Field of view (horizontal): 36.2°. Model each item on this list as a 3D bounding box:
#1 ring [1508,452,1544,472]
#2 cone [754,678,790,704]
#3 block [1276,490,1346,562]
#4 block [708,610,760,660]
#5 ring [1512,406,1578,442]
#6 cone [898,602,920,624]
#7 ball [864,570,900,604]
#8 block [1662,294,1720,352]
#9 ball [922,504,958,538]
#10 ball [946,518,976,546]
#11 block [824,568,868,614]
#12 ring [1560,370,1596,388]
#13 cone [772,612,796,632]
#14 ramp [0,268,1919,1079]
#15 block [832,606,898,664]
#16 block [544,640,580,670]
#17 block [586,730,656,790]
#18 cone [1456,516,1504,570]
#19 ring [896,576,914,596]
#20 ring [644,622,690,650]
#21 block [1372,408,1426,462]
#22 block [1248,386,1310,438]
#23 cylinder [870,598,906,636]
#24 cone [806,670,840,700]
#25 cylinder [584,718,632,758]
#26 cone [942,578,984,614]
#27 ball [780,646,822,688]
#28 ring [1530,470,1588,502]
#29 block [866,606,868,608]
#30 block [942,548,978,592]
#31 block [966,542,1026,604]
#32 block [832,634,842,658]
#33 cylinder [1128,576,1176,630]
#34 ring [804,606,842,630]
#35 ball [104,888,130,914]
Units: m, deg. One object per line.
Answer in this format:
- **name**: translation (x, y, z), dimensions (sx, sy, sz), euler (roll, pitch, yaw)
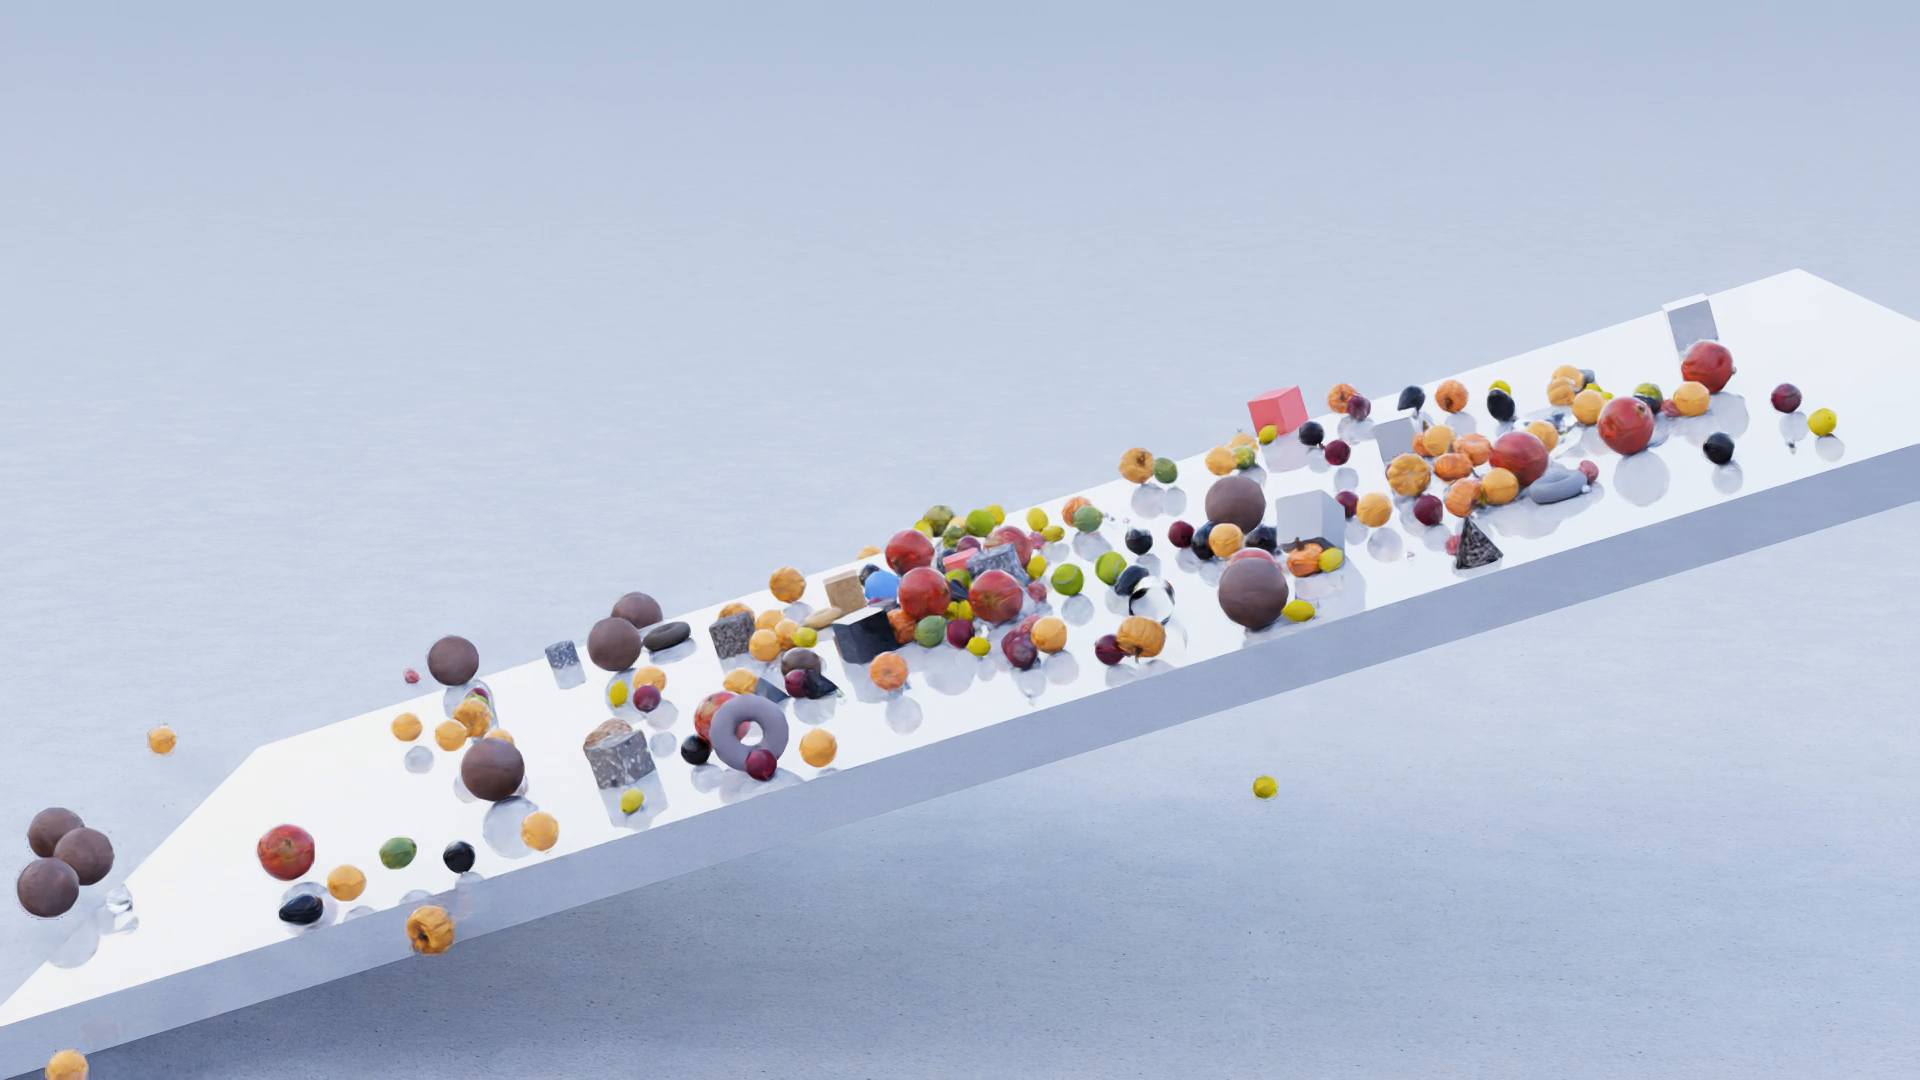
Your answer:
- **ring**: translation (1.144, -0.156, 5.940), dimensions (0.075, 0.025, 0.075), euler (-17, 12, 4)
- **cone**: translation (-0.380, 0.320, 6.063), dimensions (0.067, 0.067, 0.067), euler (6, 8, -24)
- **block**: translation (0.684, -0.027, 5.736), dimensions (0.100, 0.100, 0.100), euler (-12, -26, 31)
- **block**: translation (-0.514, 0.217, 6.687), dimensions (0.079, 0.079, 0.079), euler (-15, 11, 16)
- **ring**: translation (1.231, -0.245, 6.187), dimensions (0.143, 0.048, 0.143), euler (-17, 11, 3)
- **cone**: translation (-0.122, 0.172, 6.405), dimensions (0.053, 0.053, 0.053), euler (-8, -24, -33)
- **ball**: translation (-0.176, 0.110, 6.649), dimensions (0.083, 0.083, 0.083), euler (0, 12, 0)
- **block**: translation (1.643, -0.490, 6.618), dimensions (0.095, 0.095, 0.095), euler (-16, 11, 10)
- **ball**: translation (-0.049, -0.047, 7.238), dimensions (0.086, 0.086, 0.086), euler (0, 12, 0)
- **ball**: translation (0.002, -0.020, 7.055), dimensions (0.070, 0.070, 0.070), euler (0, 12, 0)
- **block**: translation (-0.264, 0.122, 6.752), dimensions (0.079, 0.079, 0.079), euler (-18, 10, -1)
- **ring**: translation (1.384, -0.361, 6.588), dimensions (0.080, 0.027, 0.080), euler (-18, 12, 4)
- **cone**: translation (-0.400, 0.194, 6.768), dimensions (0.050, 0.050, 0.050), euler (11, 13, 8)
- **ramp**: translation (0.101, 0.183, 6.310), dimensions (4.000, 0.100, 2.000), euler (-17, 10, 5)
- **block**: translation (-0.201, 0.202, 6.199), dimensions (0.090, 0.090, 0.090), euler (-23, 11, -23)
- **block**: translation (-0.975, 0.281, 7.207), dimensions (0.054, 0.054, 0.054), euler (-25, 12, -33)
- **block**: translation (-0.671, 0.434, 5.815), dimensions (0.084, 0.084, 0.084), euler (-11, 13, 36)
- **cone**: translation (0.930, -0.004, 5.338), dimensions (0.090, 0.090, 0.090), euler (-18, 10, 3)
- **ring**: translation (-0.156, 0.110, 6.749), dimensions (0.105, 0.035, 0.105), euler (-18, 9, 3)
- **ring**: translation (-0.701, 0.230, 7.048), dimensions (0.121, 0.040, 0.121), euler (-18, 12, 4)
- **block**: translation (0.964, -0.231, 6.460), dimensions (0.086, 0.086, 0.086), euler (-14, 11, 20)
- **block**: translation (0.777, -0.313, 7.182), dimensions (0.094, 0.094, 0.094), euler (-8, 15, 45)
- **cylinder**: translation (-0.160, 0.171, 6.345), dimensions (0.070, 0.070, 0.070), euler (-18, 10, 3)
- **cone**: translation (-0.273, 0.298, 5.995), dimensions (0.062, 0.062, 0.062), euler (7, 7, -30)
- **cylinder**: translation (-0.713, 0.414, 5.989), dimensions (0.082, 0.082, 0.082), euler (3, 16, 15)
- **cone**: translation (0.016, 0.130, 6.349), dimensions (0.081, 0.081, 0.081), euler (15, 16, 19)
- **ball**: translation (-0.330, 0.264, 6.109), dimensions (0.086, 0.086, 0.086), euler (0, 12, 0)
- **ring**: translation (1.143, -0.102, 5.624), dimensions (0.114, 0.038, 0.114), euler (-17, 12, 4)
- **block**: translation (-0.169, 0.168, 6.409), dimensions (0.057, 0.057, 0.057), euler (-19, 10, -3)
- **block**: translation (0.013, 0.072, 6.534), dimensions (0.080, 0.080, 0.080), euler (-18, 10, 0)
- **block**: translation (0.079, 0.071, 6.386), dimensions (0.094, 0.094, 0.094), euler (-16, 11, 13)
- **block**: translation (-0.230, 0.216, 6.273), dimensions (0.054, 0.054, 0.054), euler (-27, 13, -39)
- **cylinder**: translation (0.369, 0.121, 5.660), dimensions (0.085, 0.085, 0.085), euler (2, 13, 8)
- **ring**: translation (-0.310, 0.178, 6.674), dimensions (0.094, 0.031, 0.094), euler (-19, 10, 3)
- **ball**: translation (-1.752, 0.750, 6.116), dimensions (0.050, 0.050, 0.050), euler (0, 12, 0)
